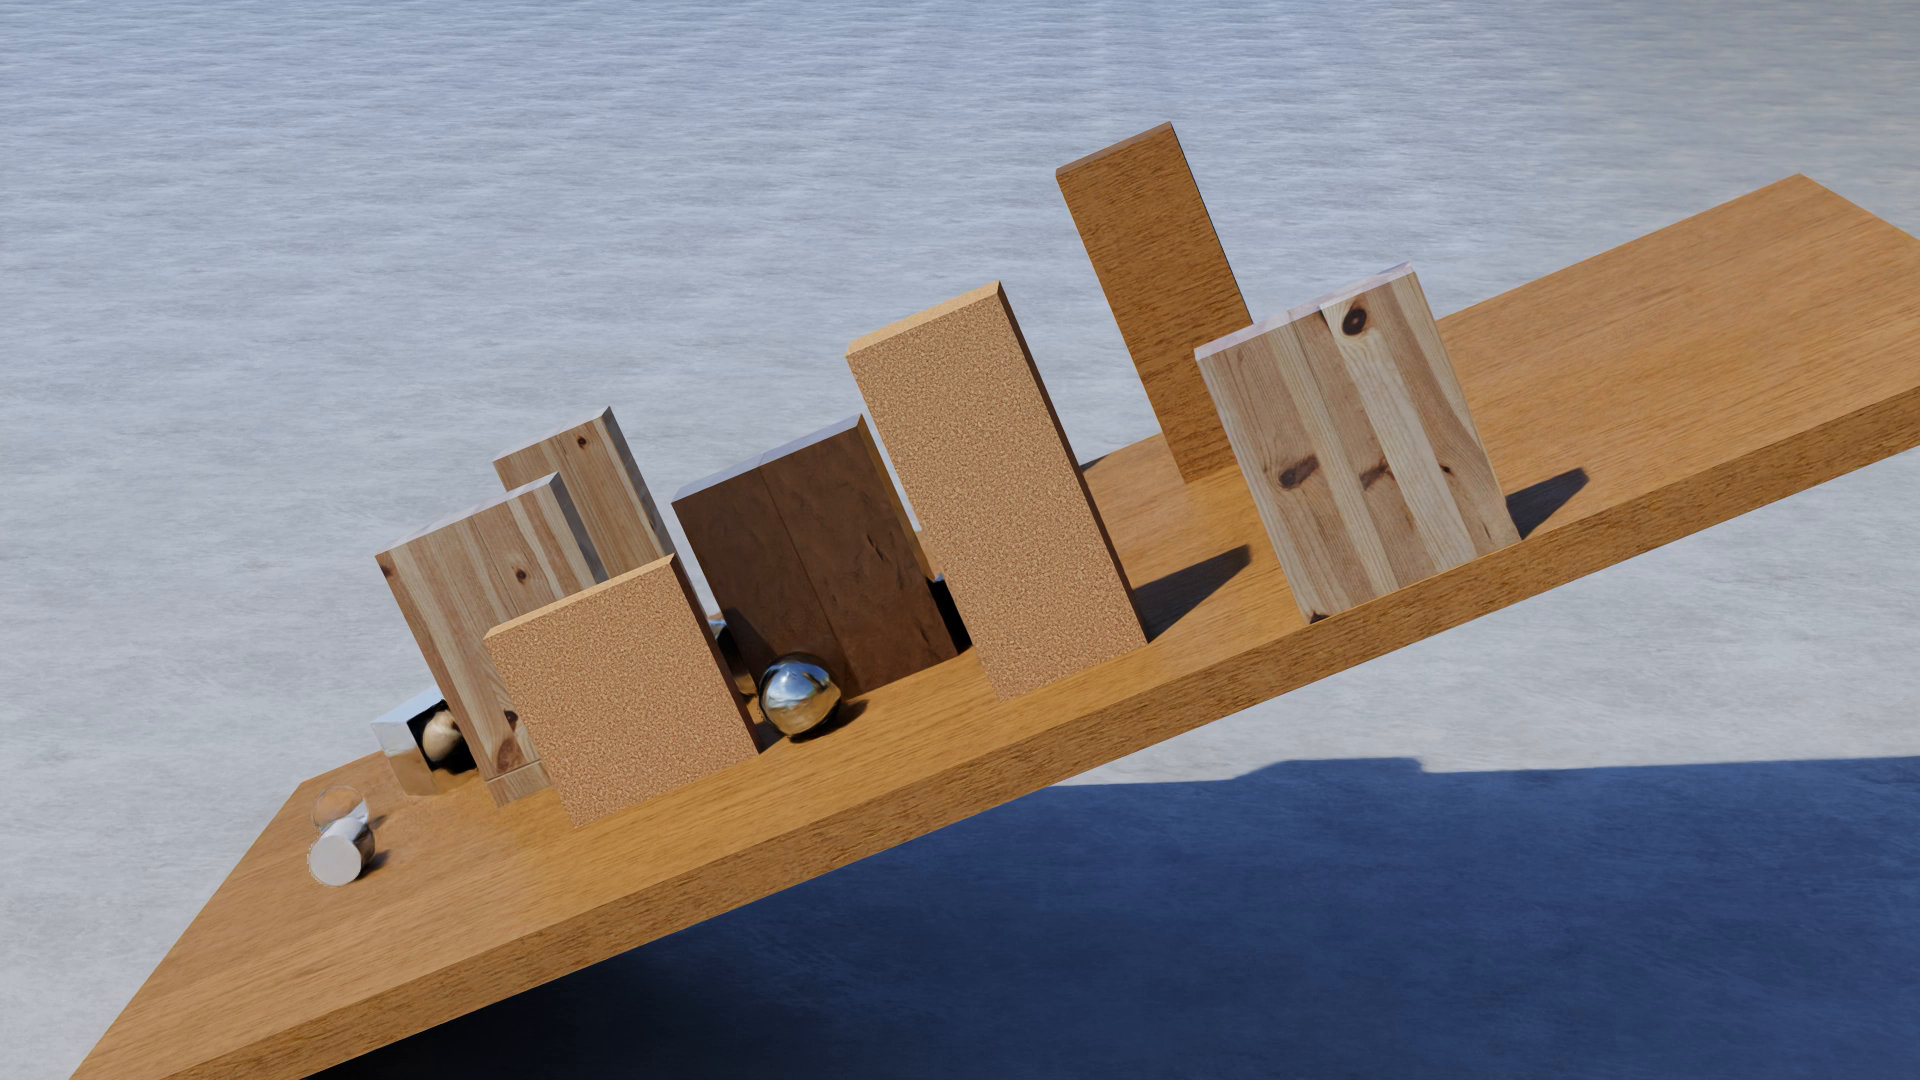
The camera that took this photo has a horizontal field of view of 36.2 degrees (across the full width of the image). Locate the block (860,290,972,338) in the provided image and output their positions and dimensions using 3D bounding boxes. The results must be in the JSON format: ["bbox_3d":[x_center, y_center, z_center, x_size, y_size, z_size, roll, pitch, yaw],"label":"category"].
[{"bbox_3d":[-0.007,-0.303,7.086,0.306,0.511,0.124,-22,13,8],"label":"block"}]

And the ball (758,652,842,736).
[{"bbox_3d":[-0.322,0.309,5.915,0.169,0.169,0.169,0,15,0],"label":"ball"}]

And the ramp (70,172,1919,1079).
[{"bbox_3d":[0.129,0.171,6.286,4.000,0.100,2.000,-22,13,8],"label":"ramp"}]

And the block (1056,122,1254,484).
[{"bbox_3d":[0.485,-0.527,6.556,0.275,0.750,0.133,-22,13,8],"label":"block"}]

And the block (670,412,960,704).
[{"bbox_3d":[-0.292,0.065,6.056,0.413,0.522,0.131,-22,13,8],"label":"block"}]

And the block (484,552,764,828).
[{"bbox_3d":[-0.680,0.307,5.963,0.415,0.435,0.080,-22,13,8],"label":"block"}]

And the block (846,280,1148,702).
[{"bbox_3d":[0.074,-0.090,5.550,0.305,0.726,0.147,-22,13,8],"label":"block"}]

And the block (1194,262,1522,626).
[{"bbox_3d":[0.702,-0.169,5.205,0.406,0.520,0.113,-22,13,8],"label":"block"}]

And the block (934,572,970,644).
[{"bbox_3d":[0.052,0.108,6.127,0.143,0.143,0.143,-20,13,18],"label":"block"}]

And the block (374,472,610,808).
[{"bbox_3d":[-0.939,0.218,6.387,0.415,0.616,0.115,-22,13,8],"label":"block"}]

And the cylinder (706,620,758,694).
[{"bbox_3d":[-0.511,0.257,6.483,0.167,0.167,0.167,-10,3,-33],"label":"cylinder"}]

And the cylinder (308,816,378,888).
[{"bbox_3d":[-1.339,0.676,6.379,0.114,0.114,0.114,3,28,12],"label":"cylinder"}]

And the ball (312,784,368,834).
[{"bbox_3d":[-1.416,0.623,6.725,0.125,0.125,0.125,0,15,0],"label":"ball"}]

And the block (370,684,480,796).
[{"bbox_3d":[-1.212,0.463,6.850,0.194,0.194,0.194,-32,15,-34],"label":"block"}]

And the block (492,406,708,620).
[{"bbox_3d":[-0.835,0.030,6.958,0.282,0.625,0.119,-22,13,8],"label":"block"}]
